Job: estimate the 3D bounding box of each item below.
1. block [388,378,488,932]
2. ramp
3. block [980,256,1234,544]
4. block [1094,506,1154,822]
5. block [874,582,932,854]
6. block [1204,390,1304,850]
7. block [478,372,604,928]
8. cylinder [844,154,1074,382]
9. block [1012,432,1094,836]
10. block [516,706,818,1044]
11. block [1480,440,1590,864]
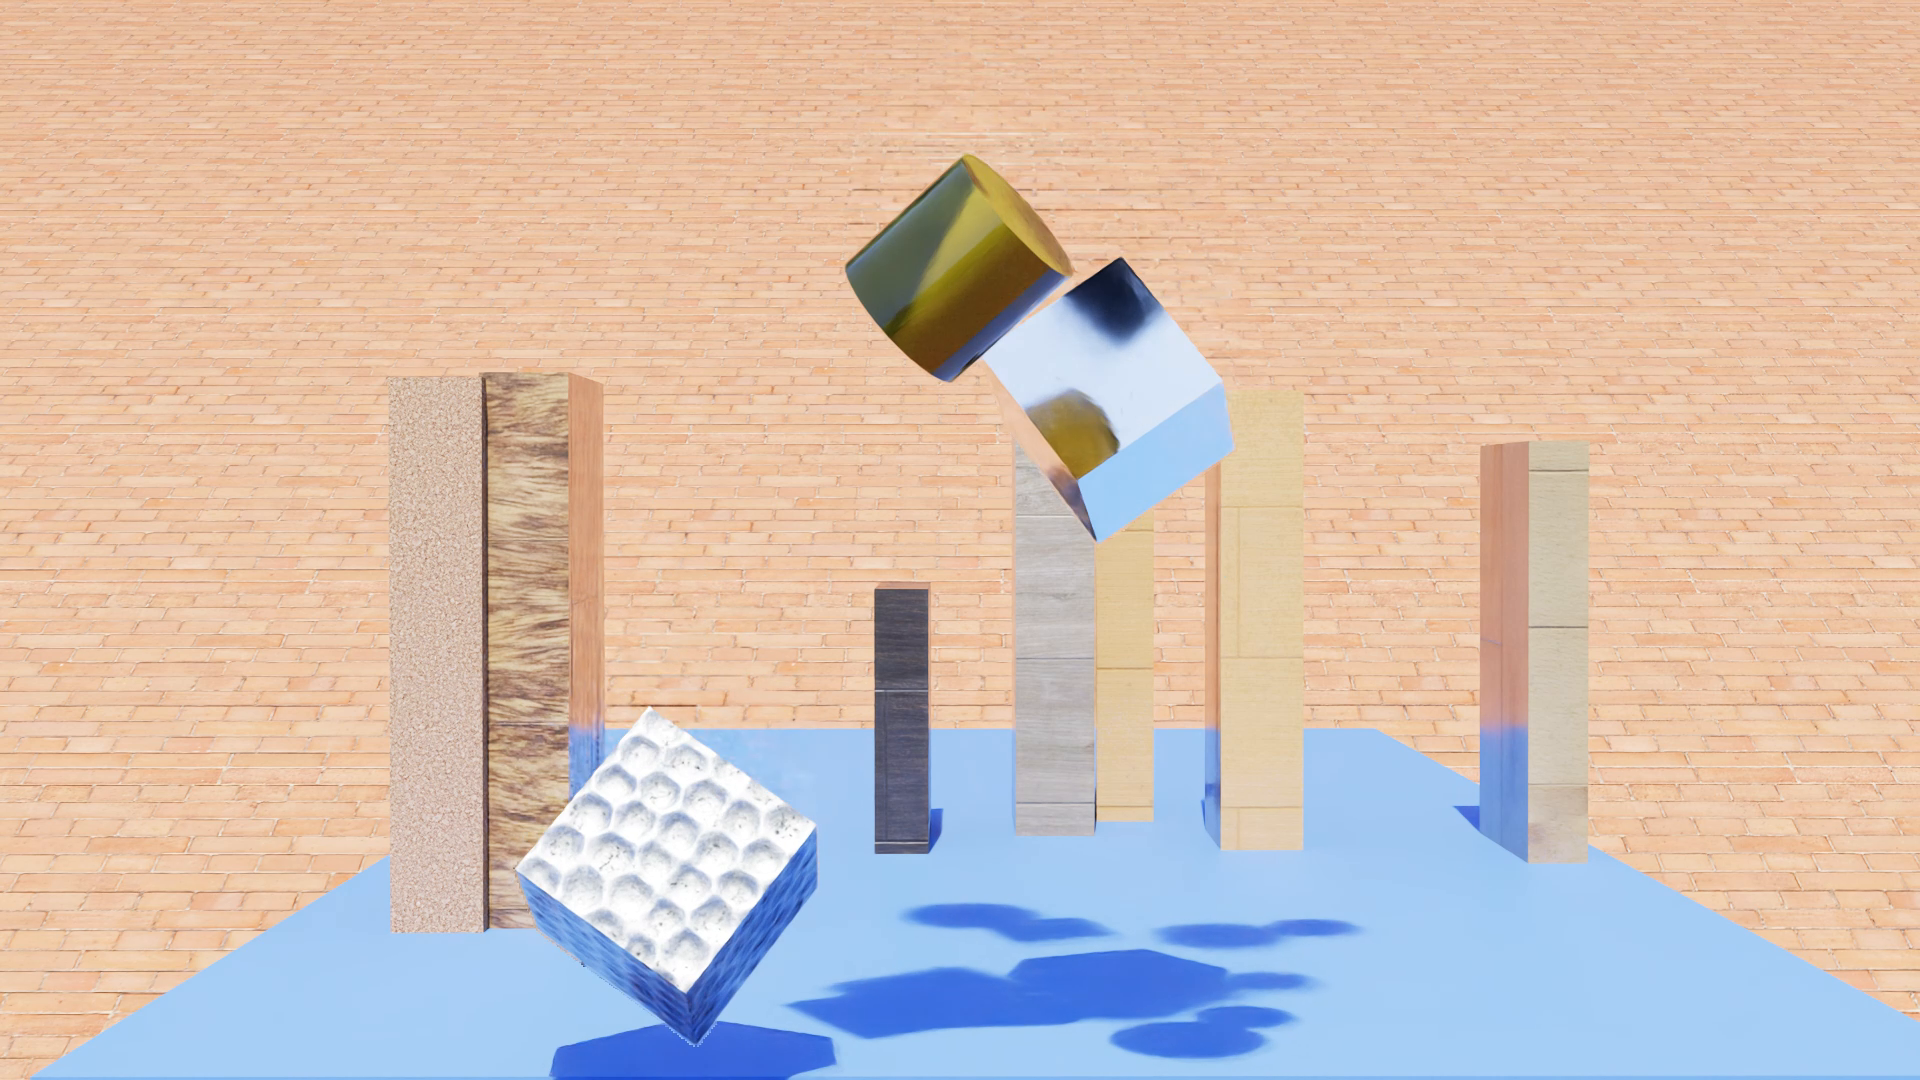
[{"bbox_3d":[-0.703,0.152,3.628,0.124,0.745,0.332,0,1,0],"label":"block"},{"bbox_3d":[0.062,0.561,4.599,2.000,0.100,4.000,0,1,0],"label":"ramp"},{"bbox_3d":[0.159,-0.147,2.751,0.182,0.182,0.182,-35,67,-4],"label":"block"},{"bbox_3d":[0.298,0.220,4.812,0.103,0.574,0.283,0,1,0],"label":"block"},{"bbox_3d":[-0.096,0.295,4.426,0.089,0.436,0.374,0,1,0],"label":"block"},{"bbox_3d":[0.501,0.132,4.420,0.136,0.763,0.275,0,1,0],"label":"block"},{"bbox_3d":[-0.590,0.147,3.669,0.121,0.754,0.348,0,1,0],"label":"block"},{"bbox_3d":[-0.001,-0.257,2.446,0.153,0.153,0.153,-41,23,16],"label":"cylinder"},{"bbox_3d":[0.164,0.142,4.623,0.136,0.736,0.311,0,1,0],"label":"block"},{"bbox_3d":[-0.286,0.337,2.574,0.205,0.205,0.205,34,68,12],"label":"block"},{"bbox_3d":[0.956,0.177,4.317,0.096,0.675,0.384,0,1,0],"label":"block"}]
